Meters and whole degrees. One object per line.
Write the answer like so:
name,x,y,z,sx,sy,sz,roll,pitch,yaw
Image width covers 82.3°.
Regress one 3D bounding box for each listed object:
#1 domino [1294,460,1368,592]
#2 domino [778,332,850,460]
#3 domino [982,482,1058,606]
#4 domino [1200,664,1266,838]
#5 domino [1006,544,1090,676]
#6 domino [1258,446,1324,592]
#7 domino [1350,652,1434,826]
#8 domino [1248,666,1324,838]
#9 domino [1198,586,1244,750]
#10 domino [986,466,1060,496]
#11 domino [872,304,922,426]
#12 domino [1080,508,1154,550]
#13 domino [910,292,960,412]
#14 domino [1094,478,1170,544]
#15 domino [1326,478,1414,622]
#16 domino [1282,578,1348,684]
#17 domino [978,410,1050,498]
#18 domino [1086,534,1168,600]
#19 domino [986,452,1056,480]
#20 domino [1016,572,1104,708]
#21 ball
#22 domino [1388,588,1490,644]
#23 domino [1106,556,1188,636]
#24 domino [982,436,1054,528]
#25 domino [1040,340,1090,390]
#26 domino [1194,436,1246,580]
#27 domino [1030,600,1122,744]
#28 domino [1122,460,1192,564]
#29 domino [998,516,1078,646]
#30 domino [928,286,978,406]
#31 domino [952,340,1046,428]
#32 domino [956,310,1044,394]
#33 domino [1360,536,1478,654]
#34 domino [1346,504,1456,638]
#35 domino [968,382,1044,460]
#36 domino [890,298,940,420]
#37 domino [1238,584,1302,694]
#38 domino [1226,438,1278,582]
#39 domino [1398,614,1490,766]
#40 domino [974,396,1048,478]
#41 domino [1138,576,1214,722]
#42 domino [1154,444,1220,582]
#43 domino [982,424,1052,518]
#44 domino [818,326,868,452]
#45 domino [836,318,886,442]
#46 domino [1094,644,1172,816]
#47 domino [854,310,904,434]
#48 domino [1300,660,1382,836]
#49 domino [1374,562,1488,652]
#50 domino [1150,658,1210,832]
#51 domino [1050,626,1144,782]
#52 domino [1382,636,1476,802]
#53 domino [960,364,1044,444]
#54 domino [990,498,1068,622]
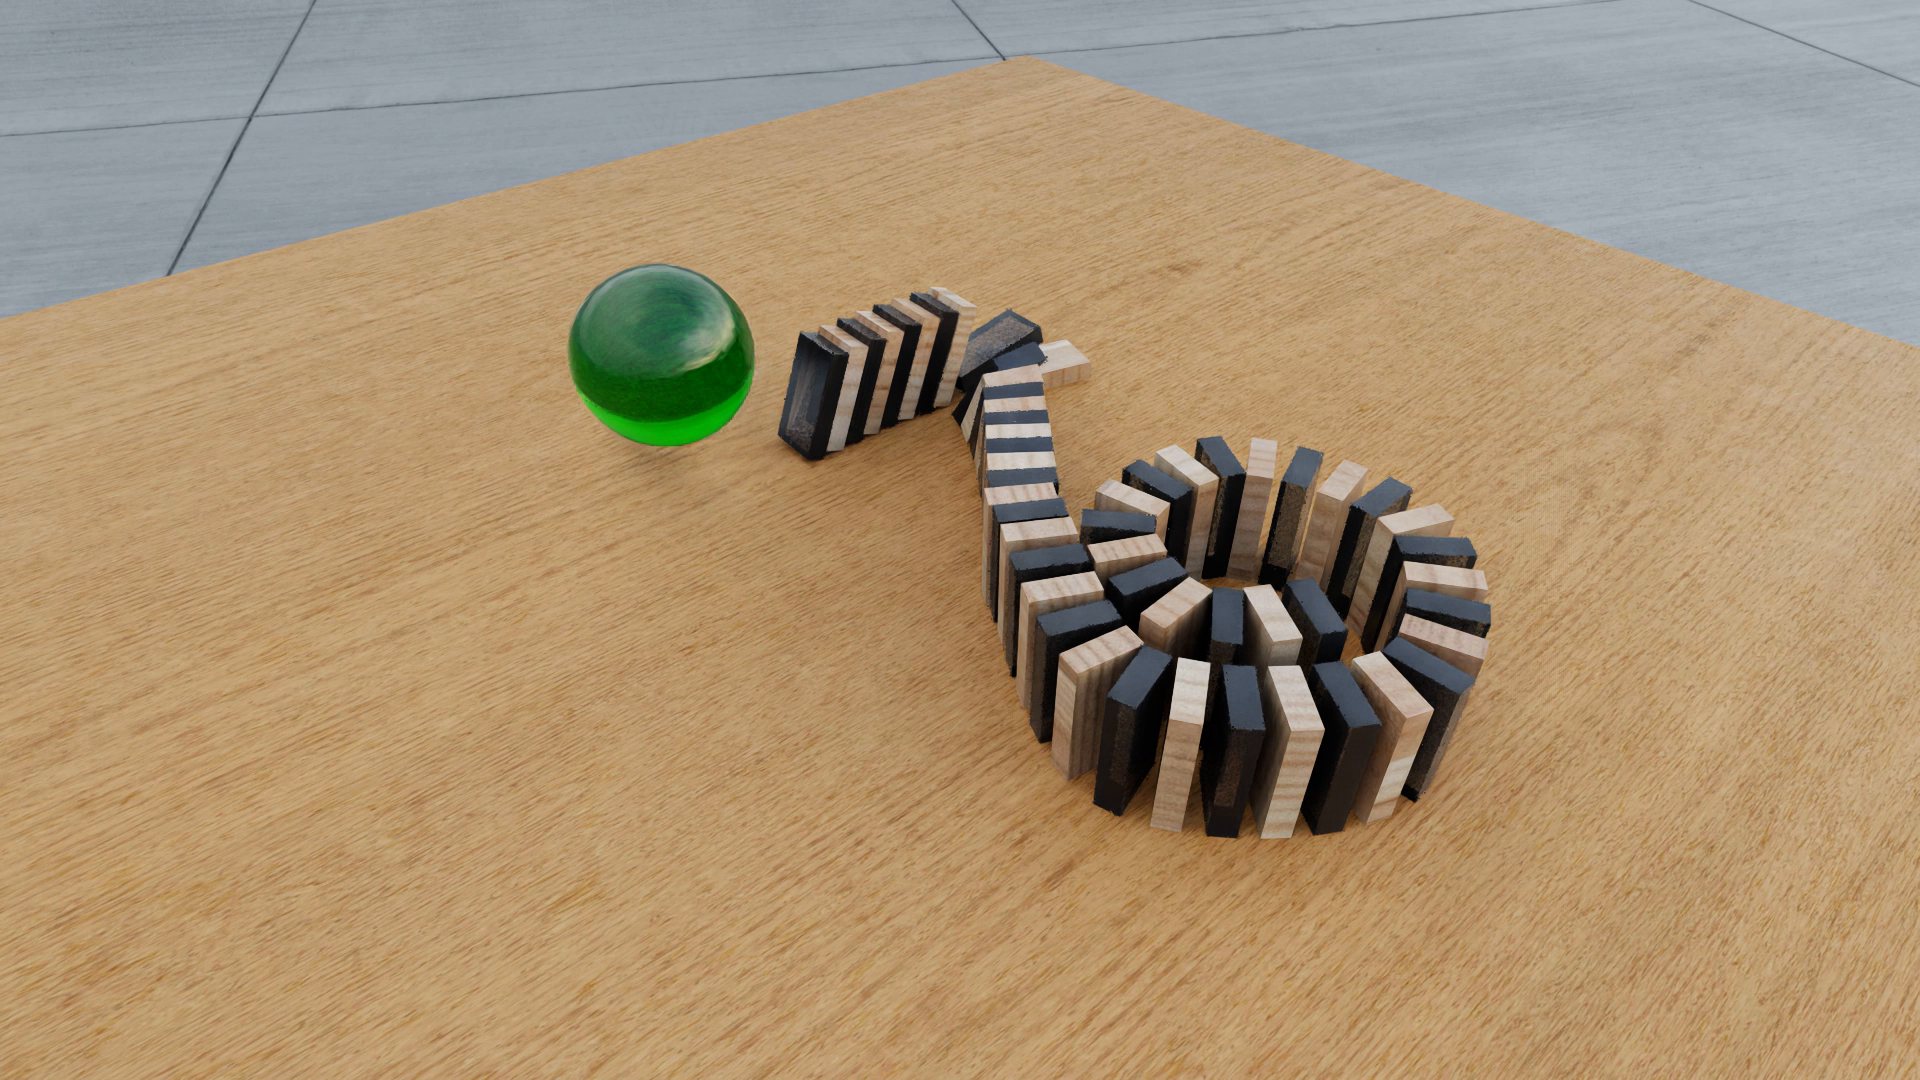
domino,0.139,-0.003,0.415,0.010,0.050,0.025,25,46,28
domino,-0.066,-0.064,0.490,0.009,0.050,0.025,-8,35,-43
domino,0.022,0.002,0.409,0.025,0.050,0.009,-5,42,-7
domino,0.082,0.064,0.333,0.009,0.050,0.025,3,39,4
domino,0.030,0.025,0.381,0.025,0.050,0.009,-7,40,-8
domino,0.126,-0.008,0.421,0.010,0.050,0.025,19,43,21
domino,0.126,0.061,0.337,0.009,0.050,0.025,-13,41,-16
domino,0.097,0.065,0.333,0.010,0.050,0.025,-2,39,-2
domino,0.084,0.043,0.359,0.009,0.050,0.025,7,40,9
domino,0.023,-0.004,0.417,0.025,0.050,0.009,-4,42,-5
domino,-0.035,-0.081,0.510,0.010,0.050,0.025,-8,35,-43
domino,0.055,0.013,0.396,0.025,0.050,0.009,6,40,7
domino,-0.018,-0.088,0.519,0.009,0.050,0.025,-8,35,-42
domino,0.061,0.004,0.407,0.025,0.050,0.009,25,46,28
domino,0.150,0.004,0.407,0.025,0.050,0.010,-30,48,-31
domino,0.113,0.040,0.363,0.010,0.050,0.025,-7,40,-9
domino,0.022,-0.035,0.454,0.025,0.050,0.009,-3,62,-4
domino,0.056,0.022,0.385,0.025,0.050,0.010,-9,40,-11
domino,0.023,-0.011,0.425,0.025,0.050,0.009,-2,44,-3
domino,0.033,0.034,0.370,0.025,0.050,0.010,-9,40,-11
ball,-0.131,-0.081,0.487,0.080,0.080,0.080,0,39,0
domino,0.154,0.040,0.363,0.025,0.050,0.010,13,41,15
domino,0.061,0.031,0.374,0.025,0.050,0.010,-18,42,-20
domino,0.022,-0.019,0.434,0.025,0.050,0.009,-2,50,-3
domino,0.037,-0.085,0.547,0.050,0.010,0.025,-16,42,-19
domino,0.098,-0.012,0.426,0.010,0.050,0.025,-7,40,-9
domino,0.037,0.043,0.358,0.025,0.050,0.009,-12,41,-14
domino,0.072,-0.003,0.415,0.009,0.050,0.025,-29,47,-31
domino,0.027,0.016,0.392,0.025,0.050,0.009,-6,40,-8
domino,-0.010,-0.092,0.523,0.009,0.050,0.025,-8,35,-42
domino,0.017,-0.069,0.499,0.025,0.050,0.010,-28,81,-30
domino,0.013,-0.093,0.541,0.050,0.010,0.025,-35,47,-18
domino,0.160,0.021,0.385,0.025,0.050,0.009,1,39,2
domino,0.158,0.012,0.397,0.025,0.050,0.009,-12,41,-15
domino,0.020,-0.051,0.475,0.025,0.050,0.010,-8,70,-9
domino,-0.027,-0.085,0.515,0.009,0.050,0.025,-8,35,-43
domino,0.098,0.042,0.360,0.010,0.050,0.025,-7,40,-8
domino,0.113,-0.011,0.425,0.010,0.050,0.025,10,40,12
domino,0.148,0.049,0.352,0.025,0.050,0.010,19,43,22
domino,0.021,-0.043,0.465,0.025,0.050,0.010,-5,67,-6
domino,0.069,0.039,0.364,0.025,0.050,0.009,-32,49,-33
domino,0.084,-0.008,0.422,0.009,0.050,0.025,-21,44,-23
domino,0.022,-0.027,0.444,0.025,0.050,0.009,-2,56,-3
domino,-0.058,-0.068,0.495,0.010,0.050,0.025,-9,35,-43
domino,-0.050,-0.072,0.500,0.010,0.050,0.025,-8,35,-43
domino,0.053,0.059,0.339,0.009,0.050,0.025,22,44,25
domino,-0.043,-0.077,0.505,0.009,0.050,0.025,-8,35,-43
domino,0.112,0.064,0.334,0.009,0.050,0.025,-6,40,-8
domino,0.158,0.031,0.374,0.025,0.050,0.009,7,40,9
domino,0.067,0.063,0.335,0.010,0.050,0.025,9,40,11
domino,0.043,0.052,0.348,0.025,0.050,0.010,-20,43,-23
domino,0.139,0.056,0.343,0.010,0.050,0.025,-32,49,-33
domino,0.018,-0.060,0.486,0.025,0.050,0.009,-13,74,-15
domino,0.025,0.008,0.401,0.025,0.050,0.010,-6,42,-8
